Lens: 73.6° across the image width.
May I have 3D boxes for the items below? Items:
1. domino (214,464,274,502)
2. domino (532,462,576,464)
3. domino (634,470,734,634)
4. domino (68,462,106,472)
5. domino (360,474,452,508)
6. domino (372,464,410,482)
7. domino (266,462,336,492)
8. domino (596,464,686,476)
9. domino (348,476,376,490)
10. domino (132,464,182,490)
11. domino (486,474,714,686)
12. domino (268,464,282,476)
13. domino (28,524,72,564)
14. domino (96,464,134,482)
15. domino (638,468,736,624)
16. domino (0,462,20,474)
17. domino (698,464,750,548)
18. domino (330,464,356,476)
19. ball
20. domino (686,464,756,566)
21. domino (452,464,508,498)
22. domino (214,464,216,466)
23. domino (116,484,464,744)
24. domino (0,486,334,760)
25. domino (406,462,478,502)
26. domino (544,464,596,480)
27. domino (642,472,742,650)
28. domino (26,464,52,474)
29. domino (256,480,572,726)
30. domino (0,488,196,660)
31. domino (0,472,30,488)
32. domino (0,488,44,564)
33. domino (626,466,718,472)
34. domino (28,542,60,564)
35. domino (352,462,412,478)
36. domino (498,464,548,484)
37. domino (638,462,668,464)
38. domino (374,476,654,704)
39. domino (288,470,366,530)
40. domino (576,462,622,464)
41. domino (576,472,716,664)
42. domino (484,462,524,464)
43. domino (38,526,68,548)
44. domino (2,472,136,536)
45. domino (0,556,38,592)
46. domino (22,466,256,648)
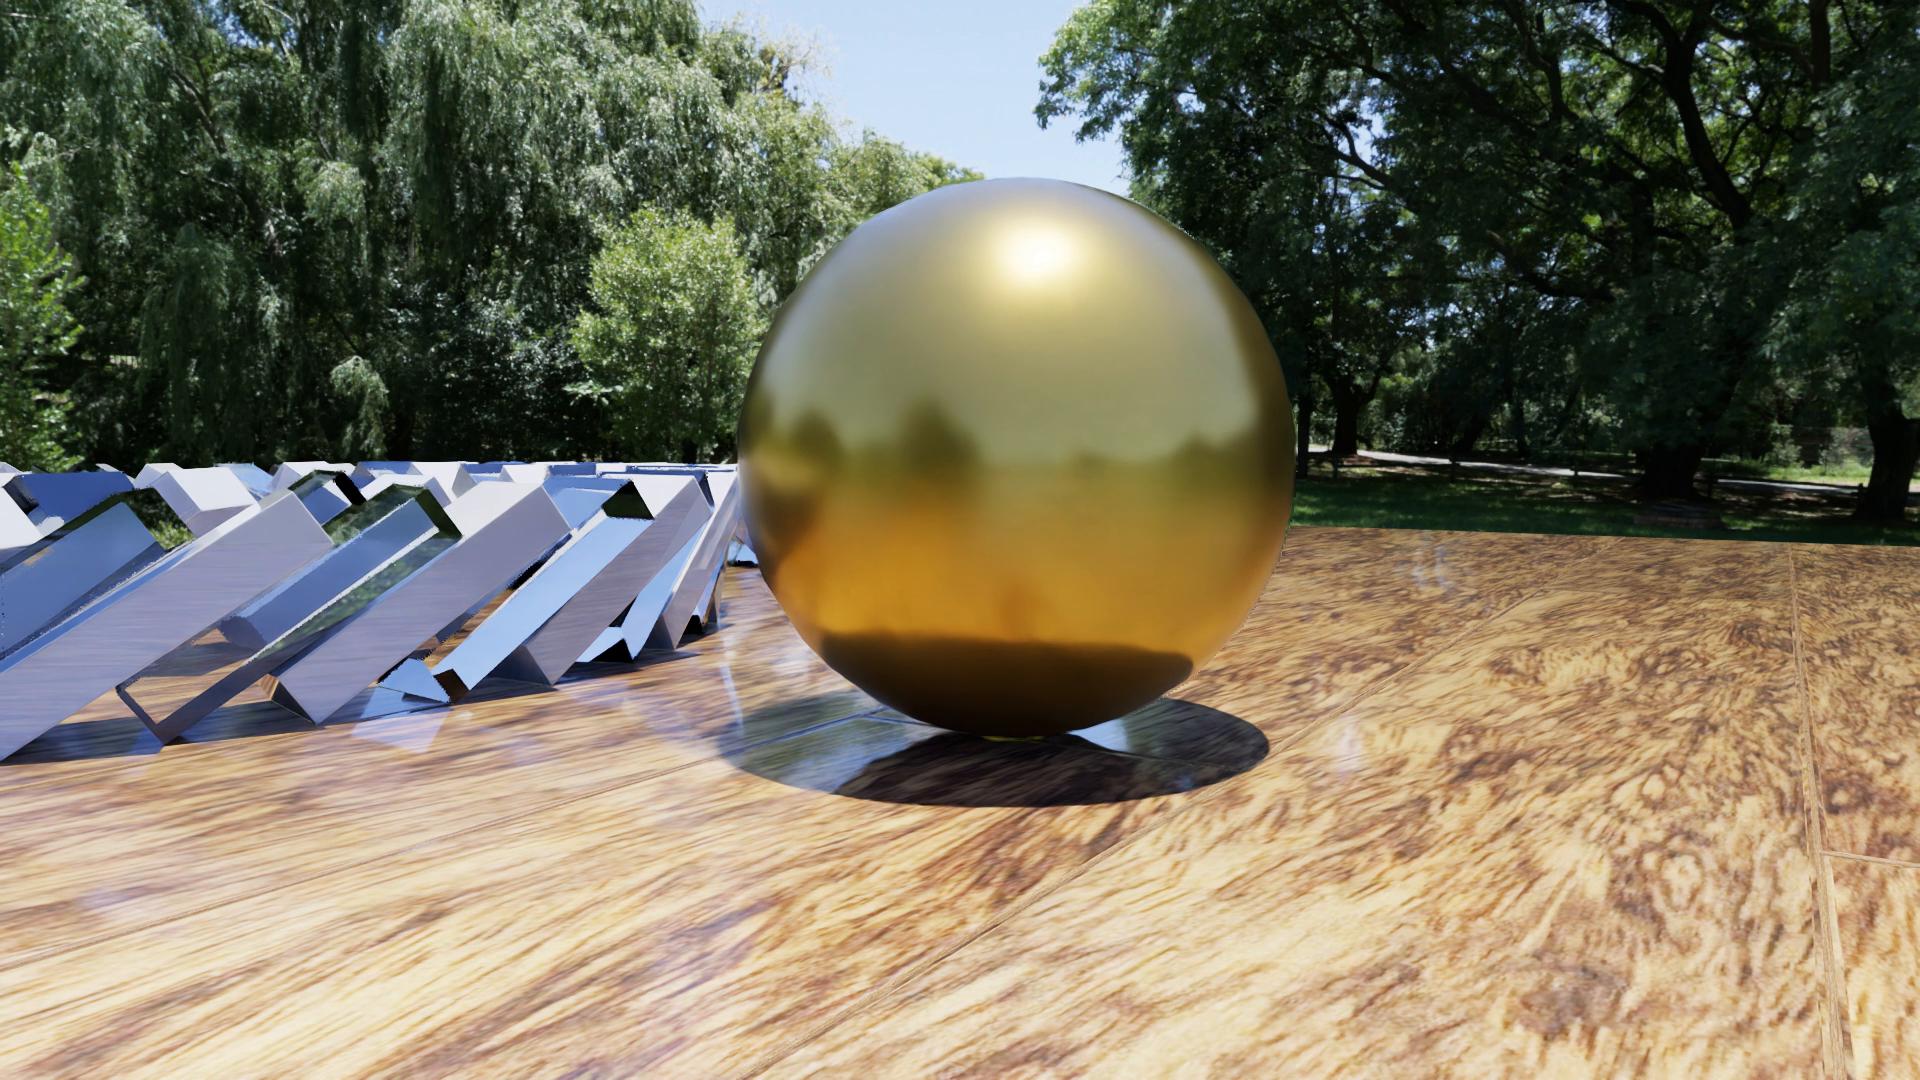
[{"bbox_3d":[-0.204,-0.005,0.395,0.050,0.010,0.025,35,-1,-8],"label":"domino"},{"bbox_3d":[-0.138,-0.012,0.485,0.050,0.010,0.025,36,15,15],"label":"domino"},{"bbox_3d":[-0.069,0.002,0.303,0.025,0.010,0.050,0,39,2],"label":"domino"},{"bbox_3d":[-0.238,-0.004,0.380,0.050,0.010,0.025,37,-11,-21],"label":"domino"},{"bbox_3d":[-0.141,0.003,0.288,0.025,0.010,0.050,4,39,41],"label":"domino"},{"bbox_3d":[-0.194,-0.011,0.485,0.050,0.009,0.025,33,3,-3],"label":"domino"},{"bbox_3d":[-0.186,-0.006,0.399,0.050,0.009,0.025,36,4,-2],"label":"domino"},{"bbox_3d":[-0.086,-0.002,0.355,0.025,0.010,0.050,-1,40,-22],"label":"domino"},{"bbox_3d":[-0.154,0.001,0.317,0.025,0.009,0.050,7,33,3],"label":"domino"},{"bbox_3d":[-0.221,-0.005,0.388,0.050,0.009,0.025,35,-6,-16],"label":"domino"},{"bbox_3d":[-0.073,0.006,0.246,0.025,0.010,0.050,3,40,32],"label":"domino"},{"bbox_3d":[-0.230,-0.011,0.477,0.050,0.009,0.025,33,-2,-11],"label":"domino"},{"bbox_3d":[-0.258,-0.002,0.346,0.025,0.009,0.050,3,-31,33],"label":"domino"},{"bbox_3d":[-0.281,-0.009,0.453,0.050,0.009,0.025,35,-12,-24],"label":"domino"},{"bbox_3d":[-0.071,0.000,0.321,0.025,0.010,0.050,0,39,-3],"label":"domino"},{"bbox_3d":[-0.250,-0.004,0.364,0.025,0.010,0.050,5,-30,49],"label":"domino"},{"bbox_3d":[-0.071,-0.009,0.454,0.050,0.010,0.025,42,28,29],"label":"domino"},{"bbox_3d":[-0.213,-0.011,0.481,0.050,0.009,0.025,33,-1,-9],"label":"domino"},{"bbox_3d":[0.008,-0.012,0.187,0.080,0.080,0.080,0,4,0],"label":"ball"},{"bbox_3d":[-0.087,-0.010,0.464,0.050,0.009,0.025,40,25,26],"label":"domino"},{"bbox_3d":[-0.130,-0.005,0.391,0.050,0.010,0.025,43,27,27],"label":"domino"},{"bbox_3d":[-0.248,-0.010,0.470,0.050,0.010,0.025,33,-6,-16],"label":"domino"},{"bbox_3d":[-0.105,0.010,0.201,0.050,0.010,0.025,-41,25,-26],"label":"domino"},{"bbox_3d":[-0.119,0.011,0.189,0.050,0.010,0.025,-39,22,-23],"label":"domino"},{"bbox_3d":[-0.148,-0.006,0.399,0.050,0.010,0.025,40,21,21],"label":"domino"},{"bbox_3d":[-0.100,-0.003,0.369,0.025,0.009,0.050,-3,40,-36],"label":"domino"},{"bbox_3d":[-0.067,0.003,0.284,0.025,0.010,0.050,1,38,12],"label":"domino"},{"bbox_3d":[-0.296,-0.008,0.442,0.050,0.010,0.025,37,-16,-30],"label":"domino"},{"bbox_3d":[-0.092,0.009,0.214,0.025,0.010,0.050,5,40,48],"label":"domino"},{"bbox_3d":[-0.135,0.011,0.178,0.050,0.010,0.025,-37,17,-16],"label":"domino"},{"bbox_3d":[-0.203,0.006,0.247,0.050,0.010,0.025,-36,-6,15],"label":"domino"},{"bbox_3d":[-0.151,0.012,0.168,0.050,0.009,0.025,-36,10,-7],"label":"domino"},{"bbox_3d":[-0.076,-0.001,0.339,0.025,0.010,0.050,0,39,-11],"label":"domino"},{"bbox_3d":[-0.320,-0.006,0.412,0.025,0.009,0.050,4,-27,40],"label":"domino"},{"bbox_3d":[-0.165,-0.006,0.403,0.050,0.010,0.025,38,15,14],"label":"domino"},{"bbox_3d":[-0.115,-0.004,0.381,0.025,0.010,0.050,-4,41,-46],"label":"domino"},{"bbox_3d":[-0.103,-0.011,0.473,0.050,0.010,0.025,39,22,23],"label":"domino"},{"bbox_3d":[-0.081,0.007,0.230,0.025,0.009,0.050,4,40,38],"label":"domino"},{"bbox_3d":[-0.152,0.004,0.272,0.025,0.010,0.050,5,42,50],"label":"domino"},{"bbox_3d":[-0.120,-0.011,0.480,0.050,0.010,0.025,37,18,19],"label":"domino"},{"bbox_3d":[-0.072,0.004,0.267,0.025,0.009,0.050,1,39,12],"label":"domino"},{"bbox_3d":[-0.156,-0.012,0.488,0.050,0.010,0.025,35,11,8],"label":"domino"},{"bbox_3d":[-0.309,-0.007,0.428,0.025,0.009,0.050,5,-27,49],"label":"domino"},{"bbox_3d":[-0.185,0.006,0.246,0.050,0.010,0.025,-36,0,8],"label":"domino"},{"bbox_3d":[-0.264,-0.001,0.329,0.025,0.009,0.050,2,-31,26],"label":"domino"},{"bbox_3d":[-0.166,0.005,0.251,0.050,0.010,0.025,-37,8,-2],"label":"domino"}]
